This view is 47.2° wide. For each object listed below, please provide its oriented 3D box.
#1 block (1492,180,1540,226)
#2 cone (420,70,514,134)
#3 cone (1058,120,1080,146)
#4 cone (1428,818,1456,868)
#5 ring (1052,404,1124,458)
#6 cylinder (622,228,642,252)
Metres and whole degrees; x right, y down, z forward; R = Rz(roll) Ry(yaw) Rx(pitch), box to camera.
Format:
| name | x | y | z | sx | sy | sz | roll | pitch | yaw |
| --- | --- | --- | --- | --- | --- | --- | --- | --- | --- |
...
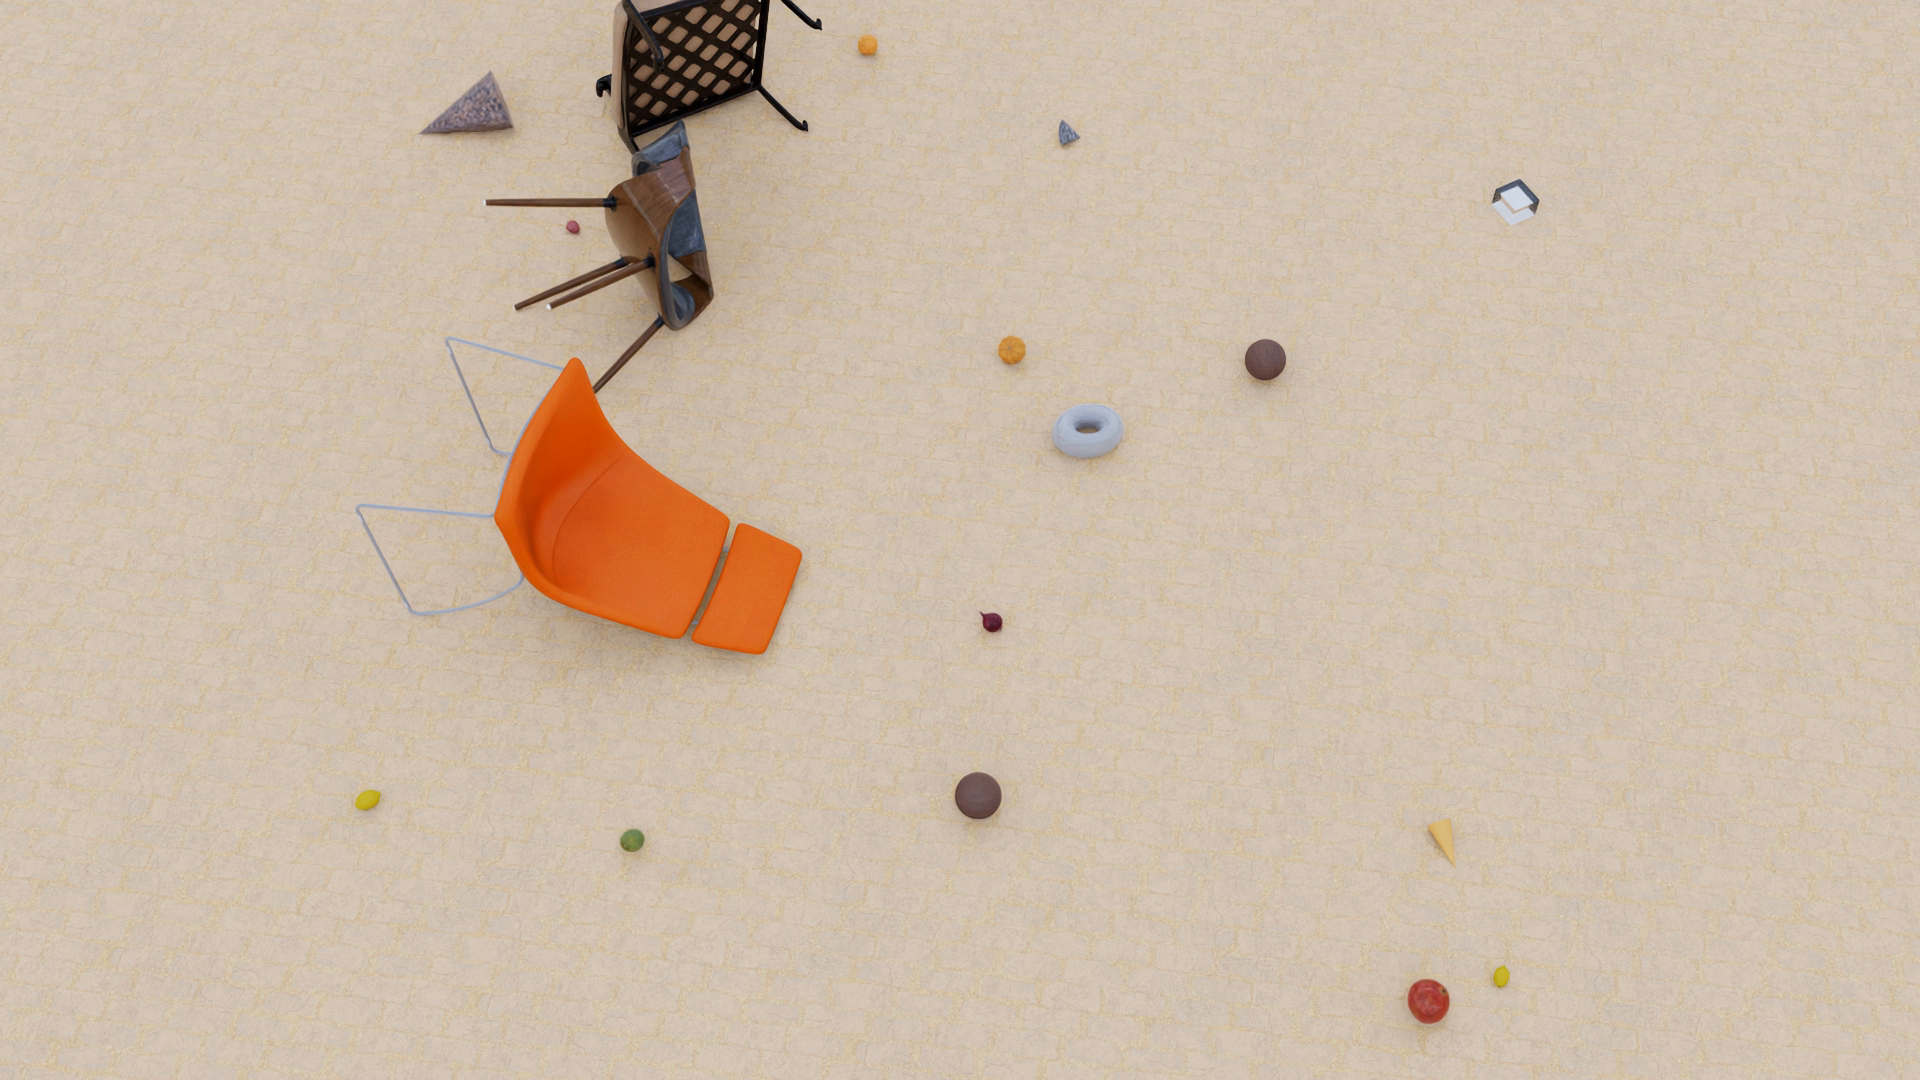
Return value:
| name | x | y | z | sx | sy | sz | roll | pitch | yaw |
| --- | --- | --- | --- | --- | --- | --- | --- | --- | --- |
| block | 1.839 | -1.118 | 7.280 | 0.099 | 0.074 | 0.109 | -24 | 59 | -15 |
| cone | -1.706 | -1.446 | 7.506 | 0.311 | 0.130 | 0.264 | -23 | 59 | -1 |
| cone | 0.380 | -1.378 | 7.482 | 0.069 | 0.059 | 0.108 | 11 | 52 | -21 |
| cone | 1.328 | 0.834 | 5.995 | 0.065 | 0.067 | 0.134 | -6 | 69 | -28 |
| ring | 0.392 | -0.335 | 6.739 | 0.226 | 0.101 | 0.170 | -9 | 58 | -8 |
| cylinder | -1.075 | -0.982 | 7.195 | 0.050 | 0.060 | 0.074 | -17 | 38 | -13 |
